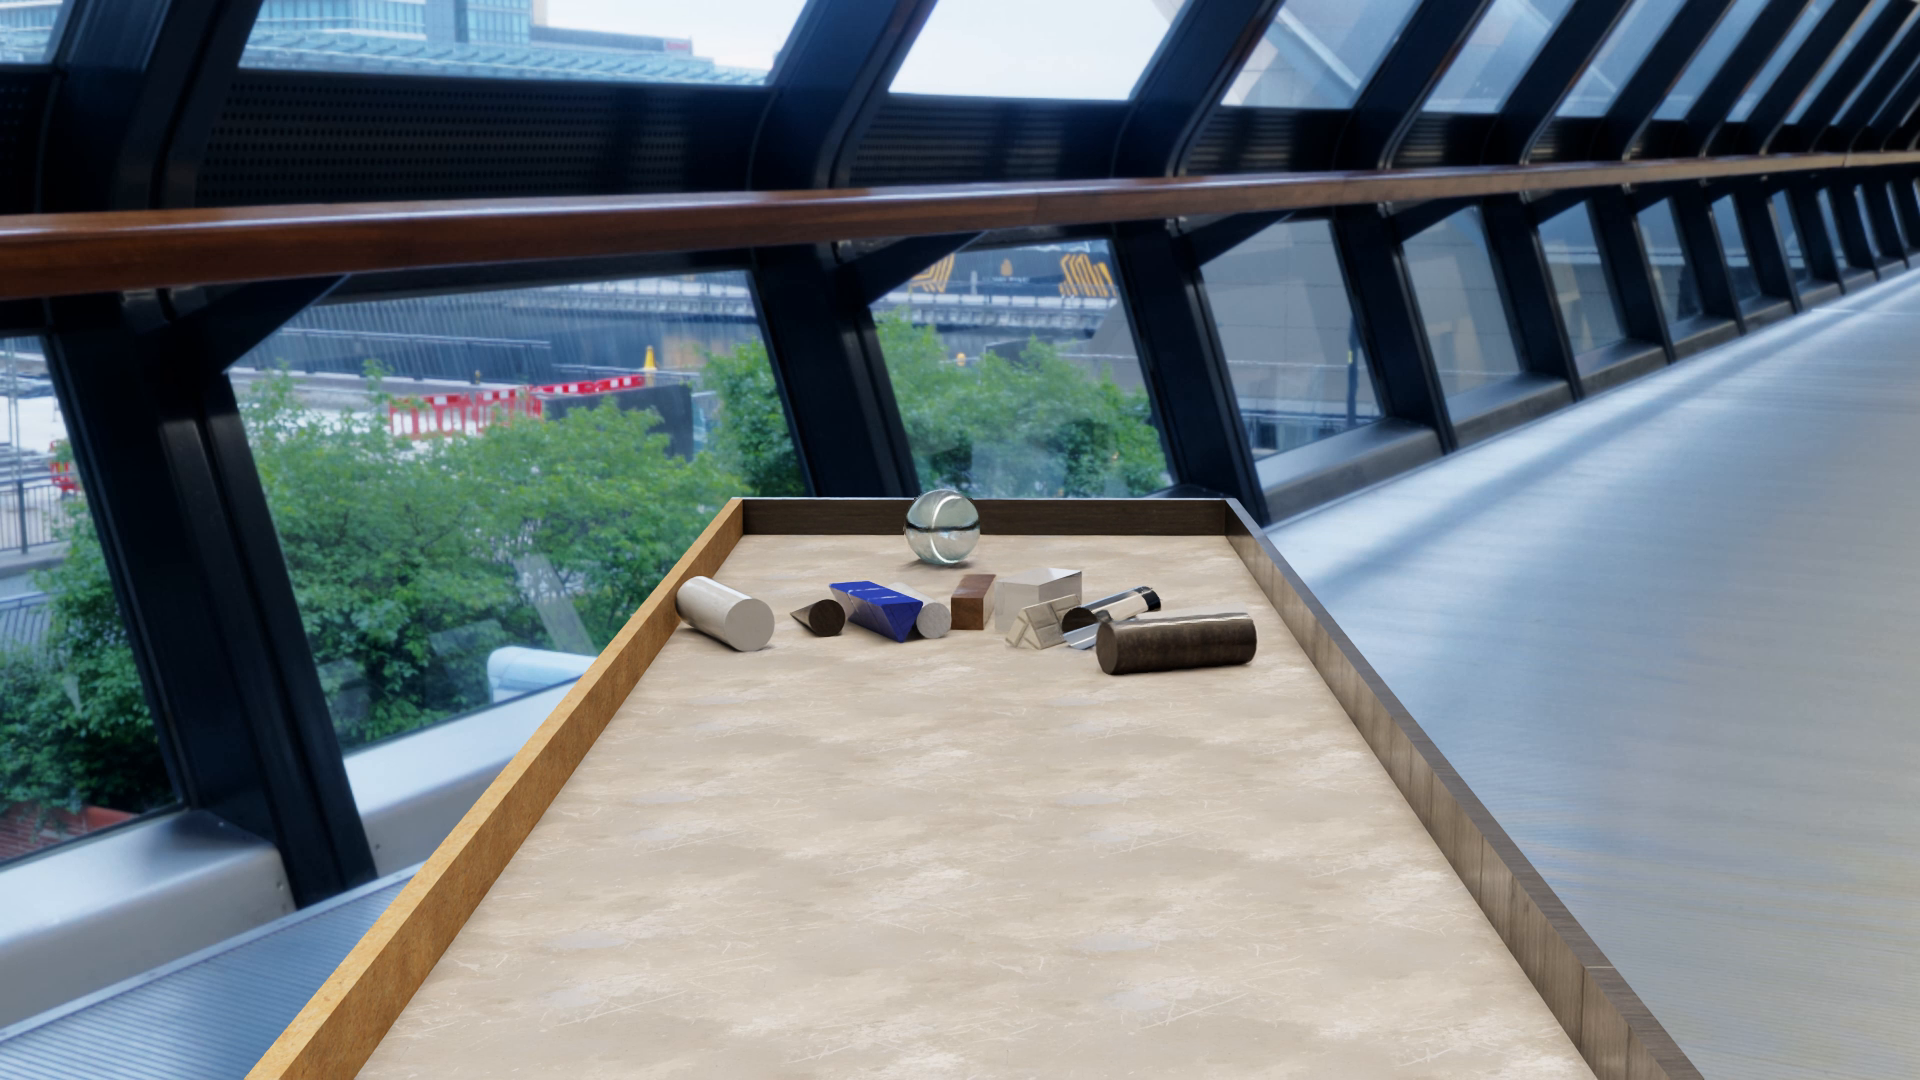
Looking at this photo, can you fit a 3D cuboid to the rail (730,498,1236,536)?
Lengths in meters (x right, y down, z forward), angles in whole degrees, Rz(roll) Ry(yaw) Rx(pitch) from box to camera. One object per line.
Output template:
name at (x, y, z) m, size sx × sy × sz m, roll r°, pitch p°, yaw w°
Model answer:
rail at (0.099, -0.098, 9.147) m, size 2.100 × 0.150 × 0.050 m, roll 0°, pitch 9°, yaw 1°

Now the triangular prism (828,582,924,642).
triangular prism at (-0.292, 0.205, 7.116) m, size 0.126 × 0.146 × 0.418 m, roll 31°, pitch -6°, yaw -27°

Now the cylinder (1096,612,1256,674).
cylinder at (0.648, 0.307, 6.582) m, size 0.460 × 0.154 × 0.154 m, roll -3°, pitch 10°, yaw -21°

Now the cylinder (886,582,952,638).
cylinder at (-0.146, 0.228, 7.191) m, size 0.118 × 0.118 × 0.383 m, roll -3°, pitch 10°, yaw -19°

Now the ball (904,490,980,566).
ball at (-0.066, -0.048, 8.388) m, size 0.290 × 0.290 × 0.290 m, roll 0°, pitch 9°, yaw 0°

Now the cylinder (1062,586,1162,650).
cylinder at (0.488, 0.246, 7.028) m, size 0.134 × 0.134 × 0.438 m, roll 5°, pitch 10°, yaw 30°

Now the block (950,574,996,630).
block at (0.048, 0.205, 7.376) m, size 0.106 × 0.106 × 0.455 m, roll 1°, pitch 9°, yaw 6°

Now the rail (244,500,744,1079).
rail at (-1.004, 0.839, 3.234) m, size 0.050 × 0.150 × 12.000 m, roll 0°, pitch 9°, yaw 1°

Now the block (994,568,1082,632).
block at (0.260, 0.198, 7.250) m, size 0.160 × 0.160 × 0.314 m, roll 5°, pitch 10°, yaw 29°

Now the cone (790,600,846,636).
cone at (-0.502, 0.249, 7.246) m, size 0.121 × 0.121 × 0.428 m, roll -3°, pitch 2°, yaw -21°

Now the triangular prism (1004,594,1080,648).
triangular prism at (0.283, 0.254, 6.999) m, size 0.140 × 0.121 × 0.304 m, roll 6°, pitch 11°, yaw 35°

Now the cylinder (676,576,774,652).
cylinder at (-0.752, 0.233, 7.003) m, size 0.169 × 0.169 × 0.441 m, roll -5°, pitch 10°, yaw -27°

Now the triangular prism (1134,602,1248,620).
triangular prism at (0.745, 0.260, 7.086) m, size 0.426 × 0.084 × 0.097 m, roll -5°, pitch 10°, yaw -29°

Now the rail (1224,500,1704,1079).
rail at (1.046, 0.843, 3.208) m, size 0.050 × 0.150 × 12.000 m, roll 0°, pitch 9°, yaw 1°
